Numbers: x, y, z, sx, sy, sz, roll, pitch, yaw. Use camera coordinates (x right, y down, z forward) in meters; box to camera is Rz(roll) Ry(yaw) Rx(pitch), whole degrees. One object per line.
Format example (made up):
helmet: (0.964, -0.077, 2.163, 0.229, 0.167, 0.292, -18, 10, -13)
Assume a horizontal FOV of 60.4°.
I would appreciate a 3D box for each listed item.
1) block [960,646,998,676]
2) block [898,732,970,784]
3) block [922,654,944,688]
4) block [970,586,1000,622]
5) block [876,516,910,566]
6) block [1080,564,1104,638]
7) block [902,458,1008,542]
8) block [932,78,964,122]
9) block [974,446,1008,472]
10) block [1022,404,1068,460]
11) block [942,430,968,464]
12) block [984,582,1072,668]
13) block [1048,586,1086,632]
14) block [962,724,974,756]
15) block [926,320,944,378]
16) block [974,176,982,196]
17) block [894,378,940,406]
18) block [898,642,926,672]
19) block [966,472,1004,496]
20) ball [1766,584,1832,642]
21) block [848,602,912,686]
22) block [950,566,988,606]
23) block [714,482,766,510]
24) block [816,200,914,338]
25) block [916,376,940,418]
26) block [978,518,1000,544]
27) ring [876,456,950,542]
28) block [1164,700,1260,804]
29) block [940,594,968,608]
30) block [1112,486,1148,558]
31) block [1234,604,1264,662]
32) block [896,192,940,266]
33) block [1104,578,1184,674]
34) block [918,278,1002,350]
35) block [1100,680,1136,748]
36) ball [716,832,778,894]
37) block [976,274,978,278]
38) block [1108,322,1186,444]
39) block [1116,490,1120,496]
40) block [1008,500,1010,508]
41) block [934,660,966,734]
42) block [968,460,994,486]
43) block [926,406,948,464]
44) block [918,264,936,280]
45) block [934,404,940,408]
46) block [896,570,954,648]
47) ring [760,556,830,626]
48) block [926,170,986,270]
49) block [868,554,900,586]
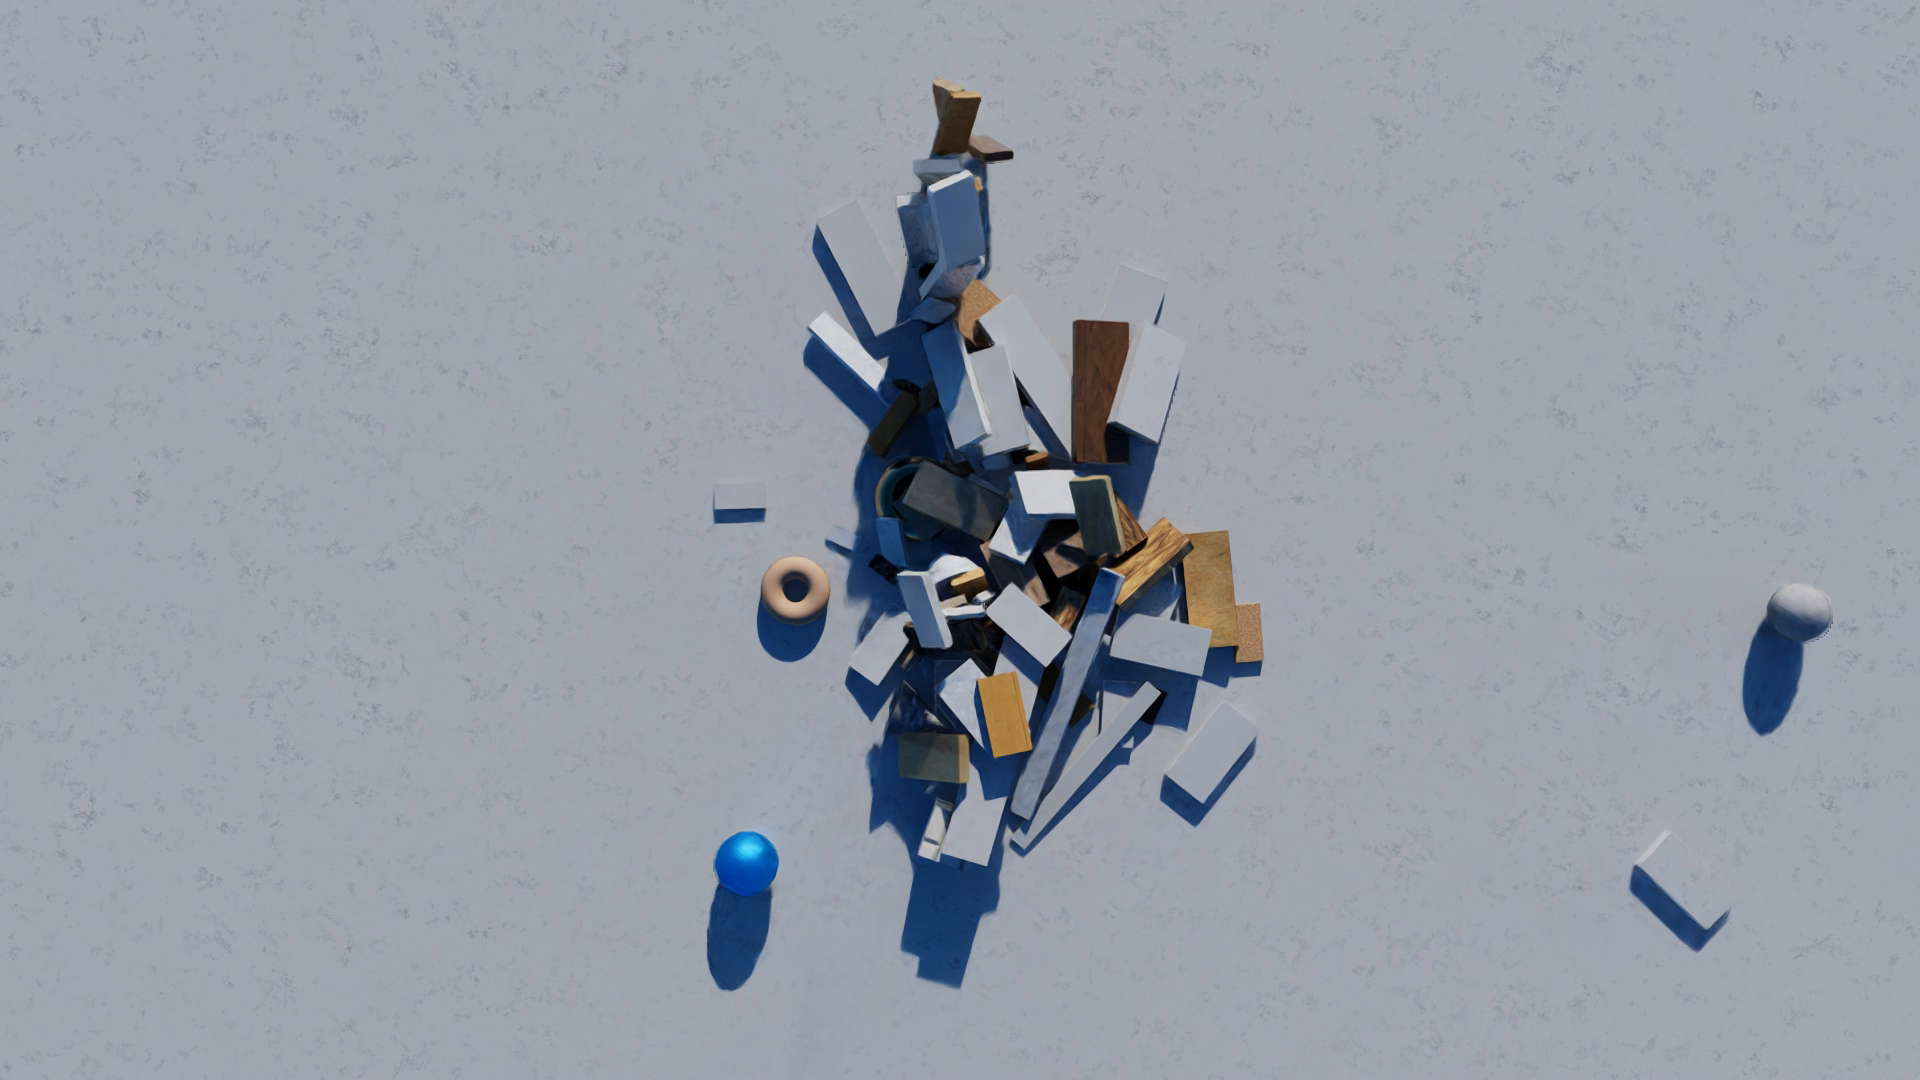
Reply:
block: (0.127, 0.448, 5.426, 0.283, 0.142, 0.040, 46, 108, 0)
block: (-0.088, 0.703, 5.369, 0.043, 0.304, 0.152, 1, 87, -41)
block: (-0.088, 0.423, 5.490, 0.070, 0.020, 0.139, -3, 90, 0)
block: (0.045, 0.256, 5.395, 0.031, 0.109, 0.219, 41, 123, 18)
block: (-0.223, 0.006, 5.434, 0.084, 0.024, 0.168, 5, 120, 27)
block: (0.432, 0.179, 5.428, 0.039, 0.139, 0.277, -2, 90, -10)
block: (-0.015, -0.127, 5.337, 0.309, 0.044, 0.154, 24, 97, -19)
block: (-0.029, -1.422, 5.389, 0.102, 0.203, 0.029, 24, 73, 15)
block: (0.091, -0.305, 5.356, 0.081, 0.023, 0.163, -14, 79, -23)
block: (0.266, -0.356, 5.429, 0.276, 0.039, 0.138, 12, 81, -16)
block: (-0.013, -0.307, 5.375, 0.057, 0.016, 0.113, -17, 83, -37)
block: (0.219, 0.273, 5.302, 0.264, 0.037, 0.132, 42, 85, 2)
block: (0.334, 0.241, 5.350, 0.084, 0.024, 0.167, 27, 90, 0)
block: (0.077, 0.624, 5.446, 0.142, 0.040, 0.283, -3, 91, -29)
block: (-0.043, -0.673, 5.449, 0.129, 0.037, 0.258, -5, 97, 0)
block: (-0.026, -1.098, 5.275, 0.153, 0.306, 0.043, -14, 93, -6)
block: (-0.142, -0.484, 5.423, 0.148, 0.074, 0.021, 31, 78, -32)
block: (-0.146, 0.367, 5.472, 0.140, 0.020, 0.070, -39, 73, 7)
block: (0.071, -0.159, 5.404, 0.140, 0.020, 0.070, 31, 77, -26)
ball: (2.748, 0.238, 5.405, 0.189, 0.189, 0.189, 0, 90, 0)
block: (-0.247, 0.345, 5.468, 0.126, 0.036, 0.253, 35, 90, 13)
block: (0.039, 0.165, 5.396, 0.109, 0.219, 0.031, -20, 63, 0)
block: (-0.730, -0.146, 5.488, 0.167, 0.024, 0.084, -2, 90, 0)
block: (-0.311, -0.900, 5.478, 0.153, 0.043, 0.431, -28, 90, 0)
block: (-0.096, -0.477, 5.386, 0.057, 0.016, 0.149, 31, 95, -26)
block: (0.108, -0.017, 5.487, 0.095, 0.027, 0.190, -30, 90, 0)
ring: (-0.140, -0.136, 5.454, 0.285, 0.095, 0.285, 0, 89, 1)
block: (0.838, 0.703, 5.478, 0.155, 0.044, 0.310, 38, 90, 0)
block: (-0.020, 0.242, 5.392, 0.109, 0.219, 0.031, -19, 69, 0)
block: (0.500, -0.075, 5.458, 0.124, 0.035, 0.247, -35, 83, 7)
block: (0.955, 0.308, 5.487, 0.095, 0.027, 0.190, -5, 90, 0)
block: (-0.102, -0.981, 5.209, 0.153, 0.306, 0.043, -4, 63, 5)
block: (0.607, 0.268, 5.478, 0.155, 0.044, 0.311, 23, 90, 0)
block: (0.048, -0.746, 5.406, 0.338, 0.048, 0.169, 40, 83, -16)
block: (0.526, 0.578, 5.485, 0.108, 0.031, 0.216, 3, 90, 0)
ball: (-0.697, 1.057, 5.398, 0.205, 0.205, 0.205, 0, 90, 0)
block: (-0.005, -0.833, 5.482, 0.129, 0.037, 0.258, -2, 90, 0)
block: (0.613, -0.515, 5.399, 0.178, 0.050, 0.356, 24, 76, -28)
block: (0.523, -0.096, 5.491, 0.061, 0.017, 0.122, -26, 90, 0)
block: (0.209, -0.074, 5.471, 0.095, 0.027, 0.190, 2, 84, -7)
block: (-0.012, 0.541, 5.467, 0.142, 0.040, 0.284, -1, 90, -11)
block: (0.034, -0.218, 5.462, 0.090, 0.026, 0.180, -34, 103, 3)
block: (-0.047, -0.347, 5.419, 0.090, 0.026, 0.180, -18, 88, 4)
block: (-0.050, -0.980, 5.446, 0.129, 0.037, 0.258, 10, 86, 1)
block: (-0.029, -0.394, 5.481, 0.074, 0.021, 0.149, -19, 97, 0)
block: (-0.110, 0.219, 5.202, 0.036, 0.126, 0.252, -30, 110, -36)
ring: (-0.545, 0.168, 5.462, 0.232, 0.077, 0.232, 0, 91, 0)
block: (-0.009, -0.960, 4.959, 0.138, 0.039, 0.276, -27, 135, -16)
block: (-0.246, 0.098, 5.476, 0.113, 0.016, 0.056, 38, 129, 0)
